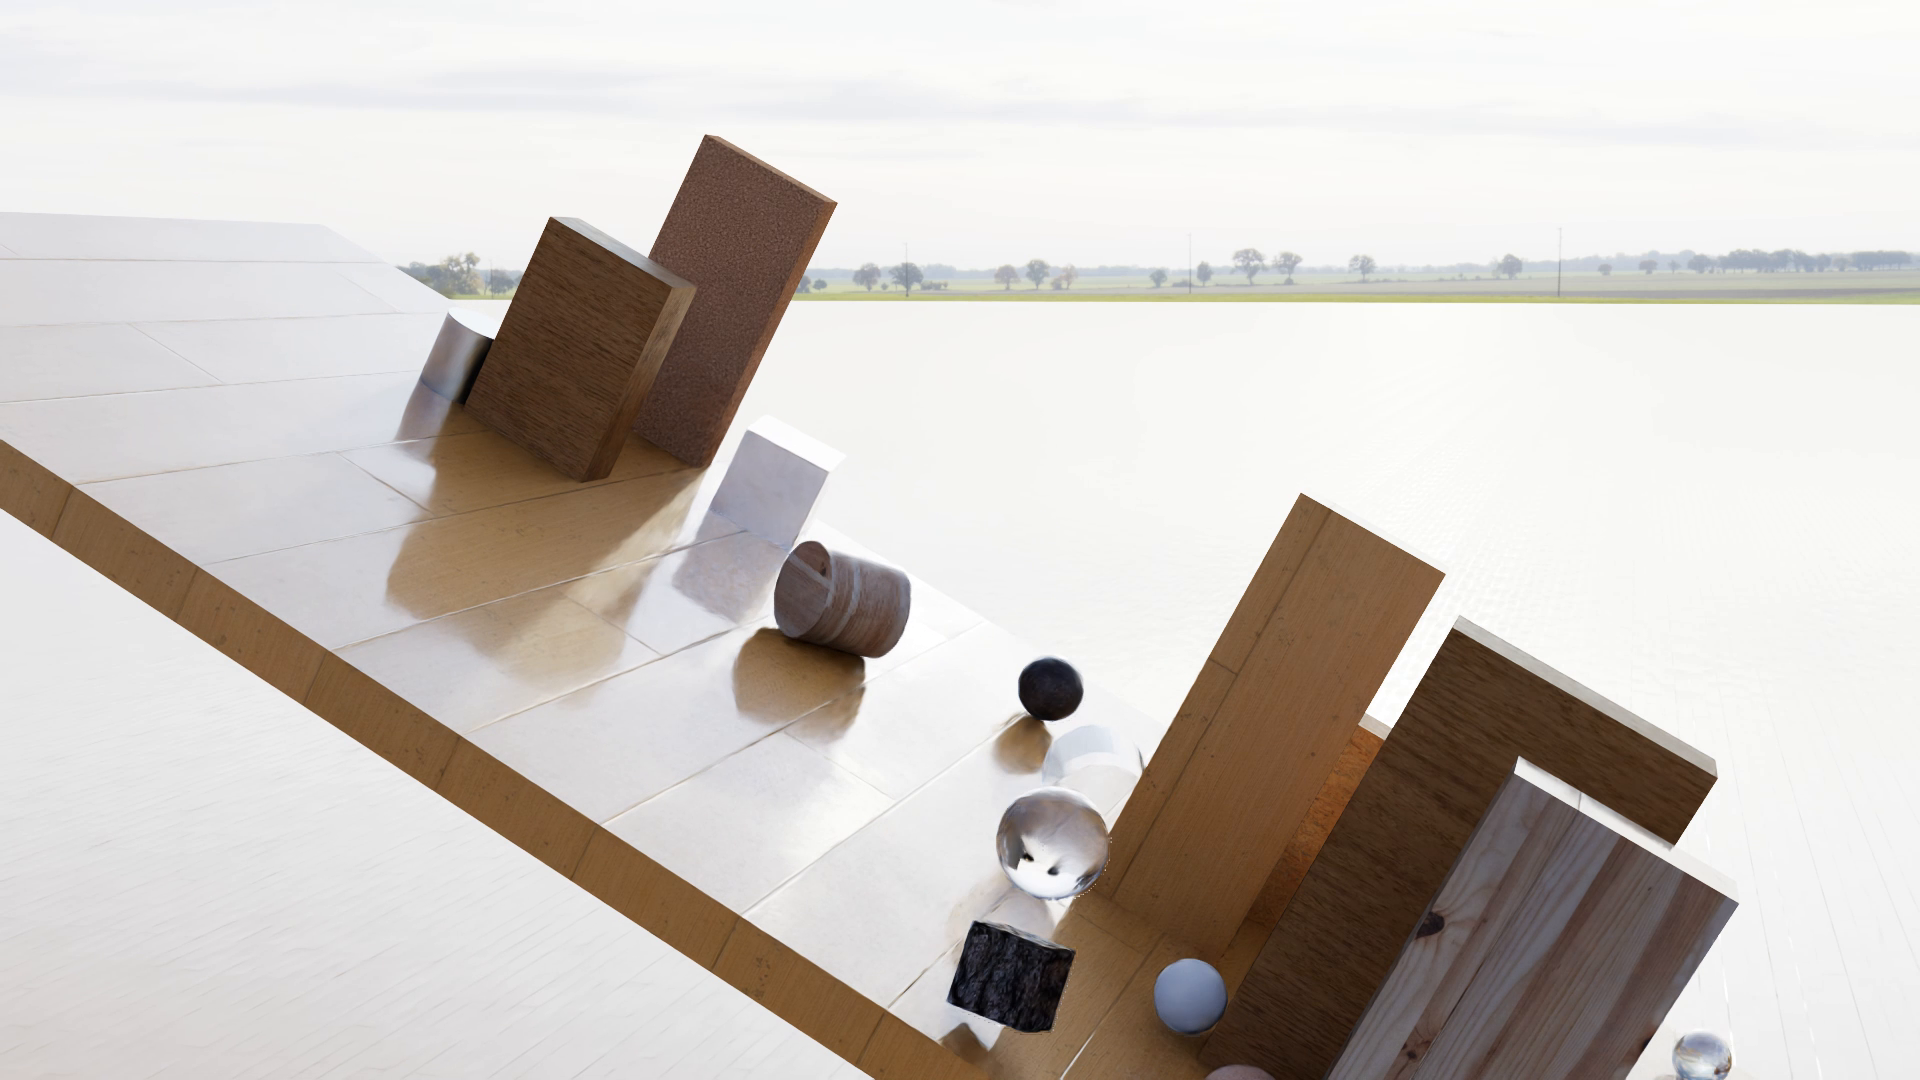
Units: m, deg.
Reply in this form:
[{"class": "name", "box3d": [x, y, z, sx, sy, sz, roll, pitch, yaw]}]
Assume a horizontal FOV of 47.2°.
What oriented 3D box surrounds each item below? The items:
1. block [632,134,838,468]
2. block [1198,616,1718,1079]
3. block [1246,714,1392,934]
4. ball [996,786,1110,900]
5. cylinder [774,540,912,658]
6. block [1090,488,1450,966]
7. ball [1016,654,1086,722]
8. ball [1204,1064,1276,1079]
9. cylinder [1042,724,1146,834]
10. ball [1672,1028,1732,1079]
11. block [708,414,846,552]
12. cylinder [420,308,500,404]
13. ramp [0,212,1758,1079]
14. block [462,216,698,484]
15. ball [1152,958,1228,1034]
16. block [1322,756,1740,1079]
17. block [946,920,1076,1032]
[{"class": "block", "box3d": [-0.582, -0.547, 5.076, 0.330, 0.689, 0.082, 30, 14, 12]}, {"class": "block", "box3d": [0.748, 0.569, 3.355, 0.429, 0.794, 0.130, 30, 14, 12]}, {"class": "block", "box3d": [0.721, 0.558, 4.098, 0.340, 0.429, 0.117, 30, 14, 12]}, {"class": "ball", "box3d": [0.156, 0.511, 3.710, 0.191, 0.191, 0.191, 0, 7, 0]}, {"class": "cylinder", "box3d": [-0.233, 0.119, 4.369, 0.197, 0.197, 0.197, 17, -5, -36]}, {"class": "block", "box3d": [0.522, 0.325, 3.800, 0.276, 0.796, 0.082, 30, 14, 12]}, {"class": "ball", "box3d": [0.190, 0.309, 4.594, 0.142, 0.142, 0.142, 0, 7, 0]}, {"class": "ball", "box3d": [0.403, 0.824, 3.156, 0.142, 0.142, 0.142, 0, 7, 0]}, {"class": "cylinder", "box3d": [0.252, 0.466, 4.038, 0.196, 0.196, 0.196, 0, 16, -1]}, {"class": "ball", "box3d": [1.501, 1.047, 4.450, 0.117, 0.117, 0.117, 0, 7, 0]}, {"class": "block", "box3d": [-0.407, -0.130, 4.917, 0.205, 0.205, 0.205, 28, 14, 1]}, {"class": "cylinder", "box3d": [-1.057, -0.392, 4.736, 0.160, 0.160, 0.160, 26, 14, -7]}, {"class": "ramp", "box3d": [-0.218, 0.363, 4.146, 4.000, 0.100, 2.000, 30, 14, 12]}, {"class": "block", "box3d": [-0.800, -0.401, 4.624, 0.310, 0.460, 0.129, 30, 14, 12]}, {"class": "ball", "box3d": [0.362, 0.718, 3.461, 0.117, 0.117, 0.117, 0, 7, 0]}, {"class": "block", "box3d": [0.715, 0.693, 2.989, 0.323, 0.729, 0.109, 30, 14, 12]}, {"class": "block", "box3d": [0.074, 0.621, 3.134, 0.121, 0.121, 0.121, 16, -5, 23]}]
